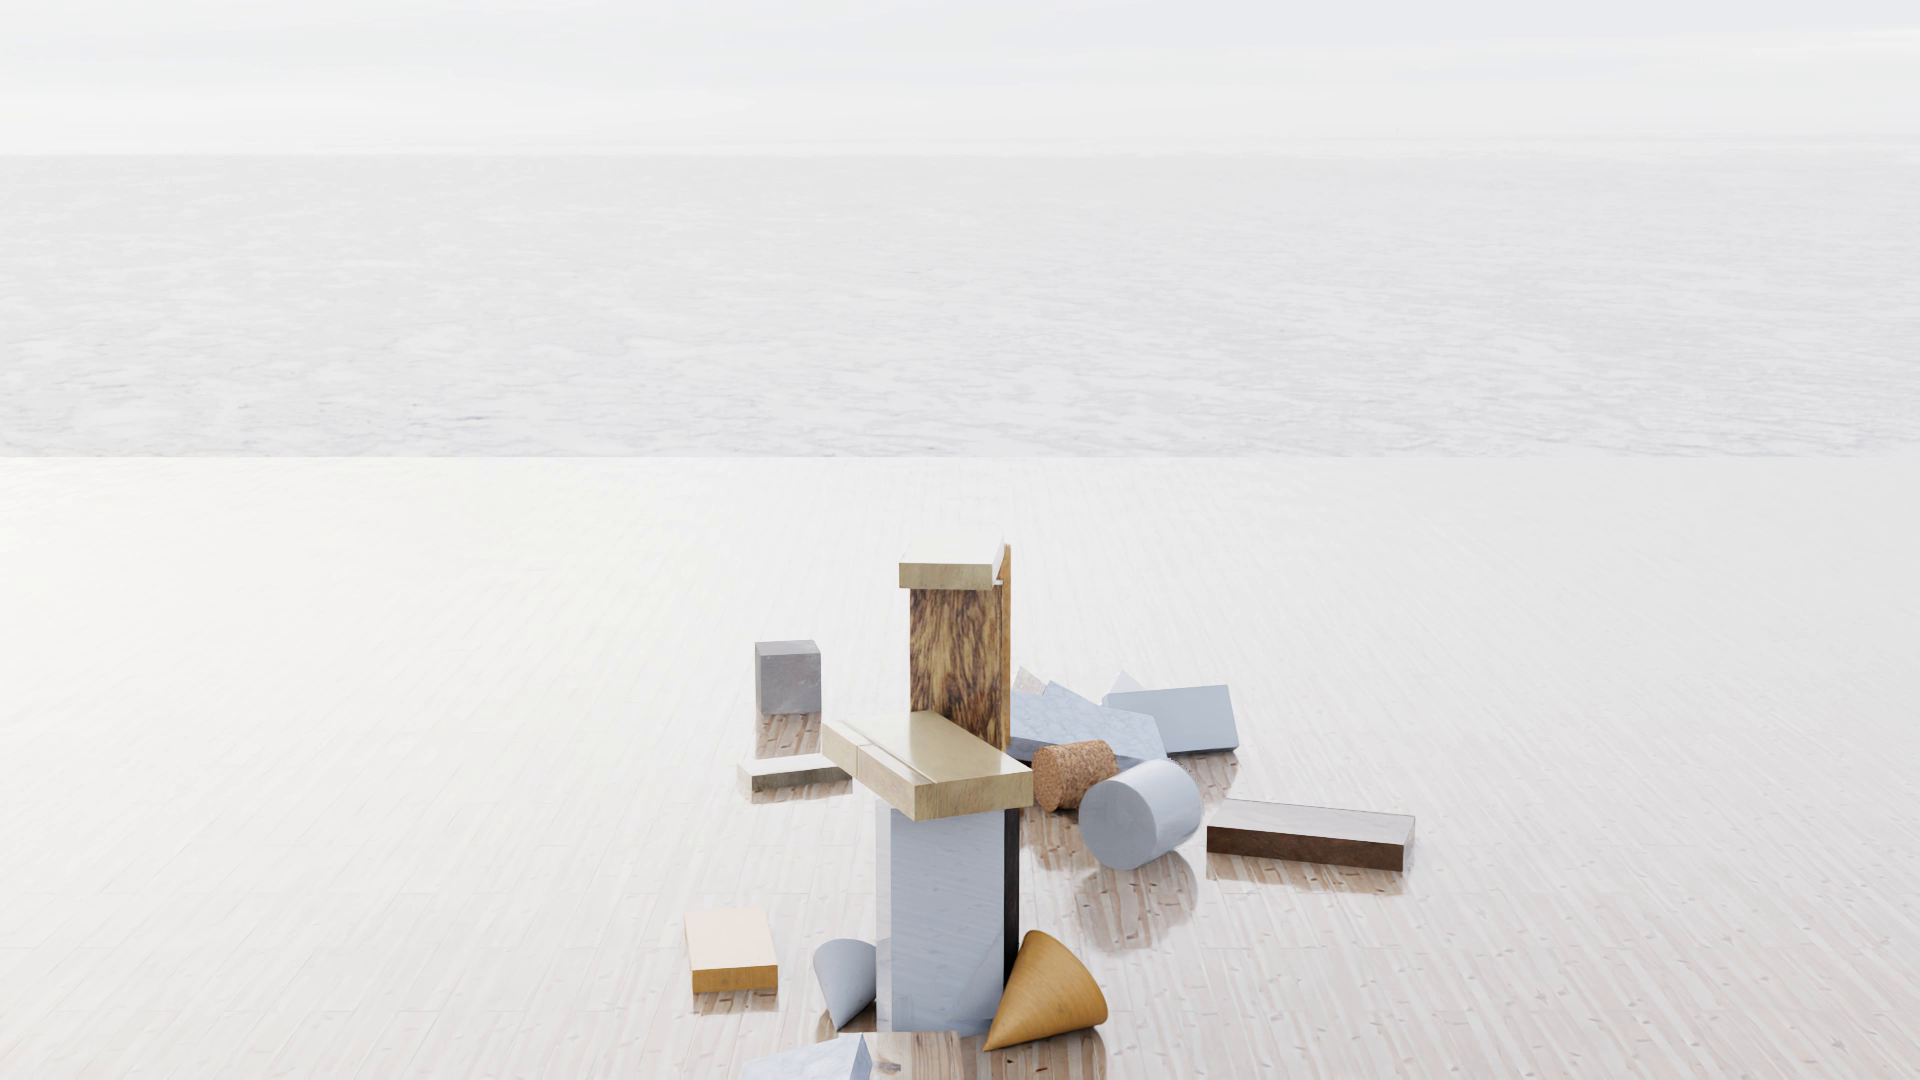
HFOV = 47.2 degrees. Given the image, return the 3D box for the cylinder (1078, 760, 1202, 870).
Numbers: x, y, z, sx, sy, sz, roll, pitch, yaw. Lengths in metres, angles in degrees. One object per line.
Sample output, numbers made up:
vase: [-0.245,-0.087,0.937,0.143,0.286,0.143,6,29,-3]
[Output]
cylinder: [0.315,0.478,3.839,0.158,0.158,0.158,7,13,34]

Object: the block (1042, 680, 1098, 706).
block: [0.210,0.378,4.451,0.132,0.037,0.265,28,22,2]

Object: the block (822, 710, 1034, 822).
block: [-0.052,0.314,3.107,0.175,0.049,0.349,-5,11,-24]

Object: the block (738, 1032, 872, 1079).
block: [-0.210,0.716,2.705,0.162,0.046,0.325,-16,11,8]

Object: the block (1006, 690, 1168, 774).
block: [0.190,0.375,4.301,0.420,0.049,0.171,11,27,-13]

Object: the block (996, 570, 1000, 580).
block: [-0.005,0.169,3.472,0.138,0.275,0.039,0,11,0]

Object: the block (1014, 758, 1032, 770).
block: [0.074,0.411,4.326,0.141,0.040,0.283,39,23,14]

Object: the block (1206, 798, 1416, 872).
block: [0.624,0.522,3.905,0.343,0.049,0.171,3,11,18]

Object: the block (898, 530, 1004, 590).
block: [-0.010,0.029,3.362,0.138,0.039,0.275,1,10,5]

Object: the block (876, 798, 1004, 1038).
block: [-0.028,0.524,3.067,0.175,0.349,0.049,-5,12,-27]

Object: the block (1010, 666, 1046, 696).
block: [0.158,0.354,4.616,0.141,0.040,0.283,38,12,-2]

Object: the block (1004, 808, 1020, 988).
block: [-0.005,0.505,3.173,0.175,0.349,0.049,-2,11,-10]

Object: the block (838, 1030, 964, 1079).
block: [-0.064,0.758,2.640,0.162,0.046,0.724,-1,11,-3]

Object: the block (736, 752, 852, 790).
block: [-0.326,0.453,4.324,0.206,0.029,0.103,-4,11,-22]

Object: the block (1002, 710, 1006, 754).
block: [0.003,0.325,3.489,0.137,0.039,0.274,0,11,0]

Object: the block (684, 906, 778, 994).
block: [-0.354,0.626,3.375,0.126,0.036,0.252,-2,11,-10]

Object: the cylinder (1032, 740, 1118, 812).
cylinder: [0.215,0.442,4.133,0.121,0.121,0.121,-5,12,-25]

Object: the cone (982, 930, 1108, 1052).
cone: [0.089,0.663,3.073,0.166,0.166,0.166,-37,28,-26]

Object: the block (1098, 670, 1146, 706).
block: [0.363,0.358,4.612,0.132,0.037,0.265,40,15,2]

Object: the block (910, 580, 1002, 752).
block: [-0.005,0.301,3.322,0.138,0.482,0.039,0,9,2]

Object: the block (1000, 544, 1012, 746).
block: [0.001,0.179,3.771,0.171,0.343,0.049,0,8,1]

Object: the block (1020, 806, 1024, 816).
block: [0.065,0.510,4.054,0.059,0.017,0.119,6,12,28]

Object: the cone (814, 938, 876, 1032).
cone: [-0.165,0.658,3.151,0.122,0.122,0.122,2,37,11]

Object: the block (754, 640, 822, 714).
block: [-0.380,0.302,4.859,0.132,0.132,0.132,-2,11,-11]

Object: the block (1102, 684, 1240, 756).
block: [0.429,0.372,4.479,0.265,0.132,0.037,-3,-20,-17]
